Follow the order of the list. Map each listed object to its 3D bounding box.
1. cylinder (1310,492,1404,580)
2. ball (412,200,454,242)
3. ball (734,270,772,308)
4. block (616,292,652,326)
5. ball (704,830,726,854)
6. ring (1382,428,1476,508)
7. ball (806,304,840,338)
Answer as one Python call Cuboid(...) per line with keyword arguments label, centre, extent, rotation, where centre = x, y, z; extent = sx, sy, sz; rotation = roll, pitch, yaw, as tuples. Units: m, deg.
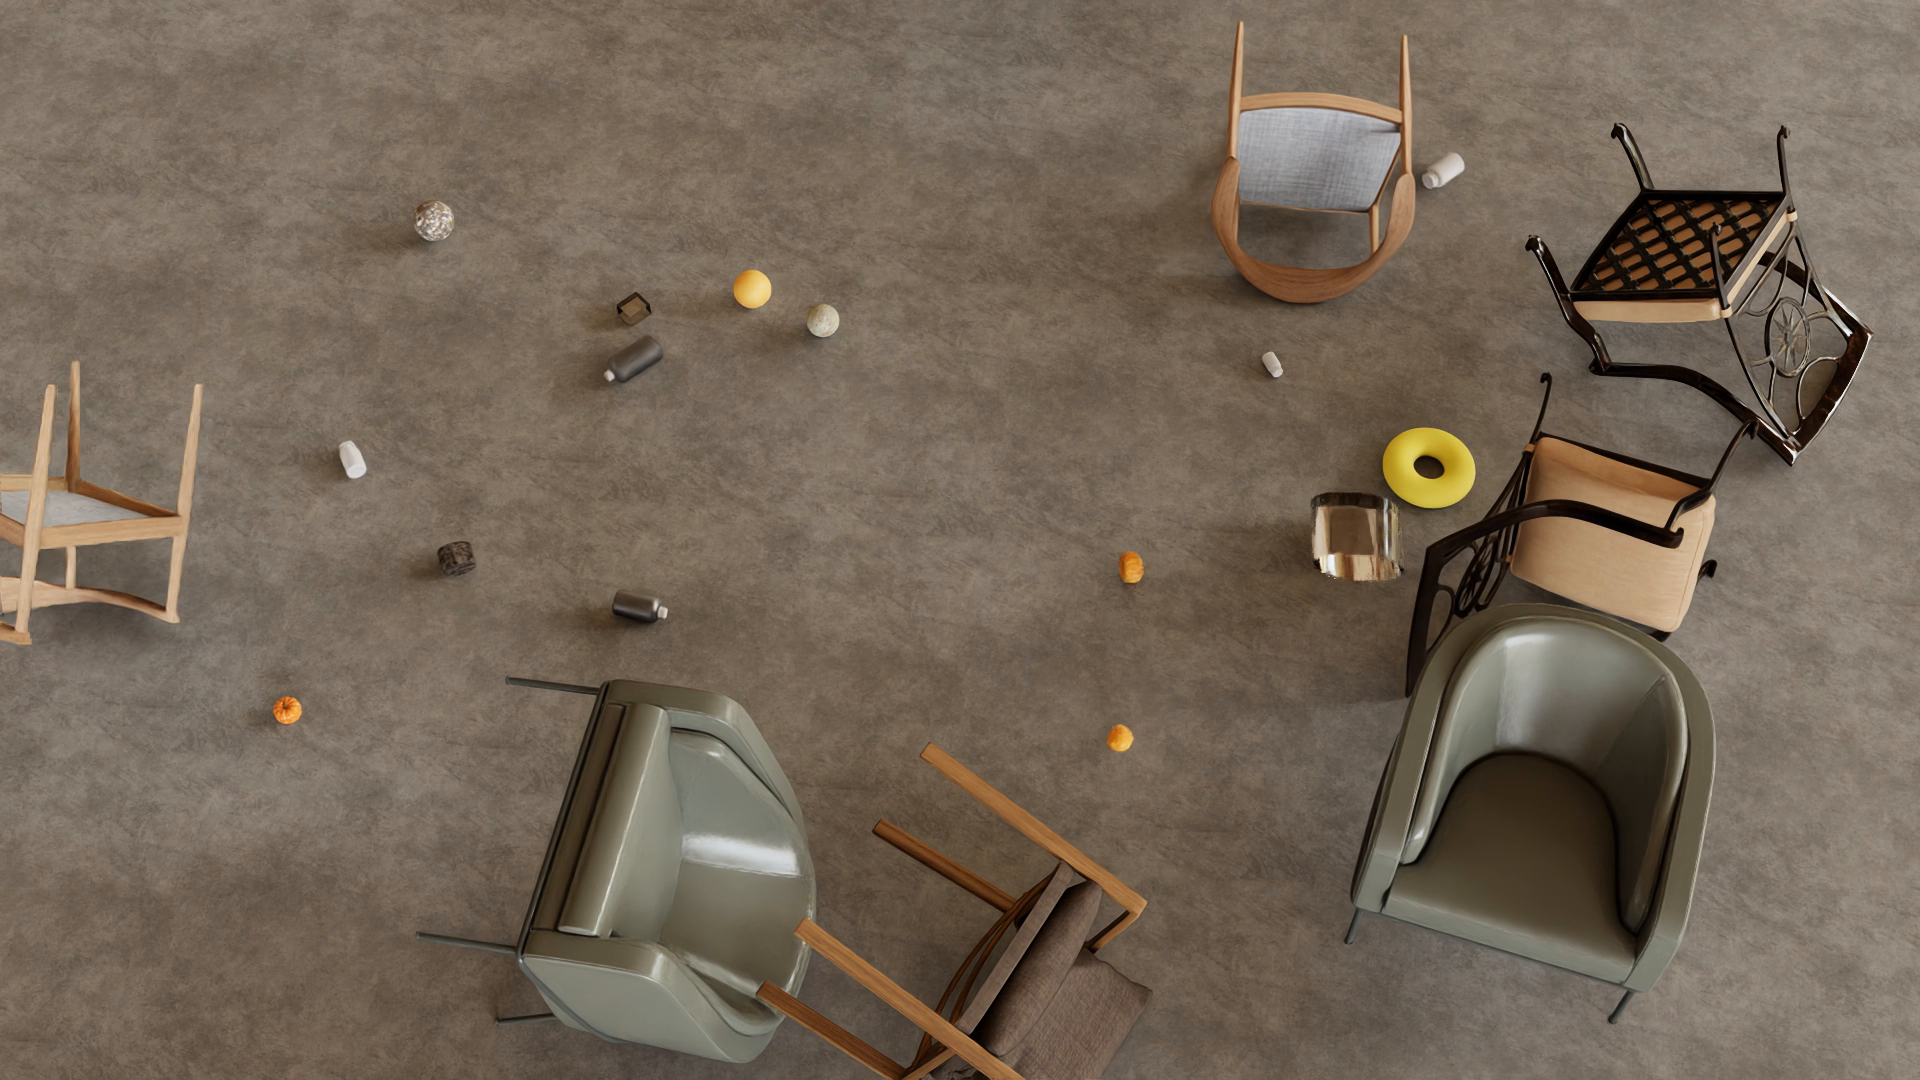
Cuboid(label="cylinder", centre=(1.173, -0.011, 6.496), extent=(0.272, 0.137, 0.217), rotation=(8, 56, -6))
Cuboid(label="ball", centre=(-1.722, -1.045, 7.194), extent=(0.134, 0.134, 0.134), rotation=(0, 56, 0))
Cuboid(label="ball", centre=(-0.665, -0.803, 7.039), extent=(0.122, 0.122, 0.122), rotation=(0, 56, 0))
Cuboid(label="block", centre=(-1.044, -0.738, 7.038), extent=(0.081, 0.052, 0.070), rotation=(-37, 64, -22))
Cuboid(label="ball", centre=(-0.667, 0.823, 5.982), extent=(0.065, 0.065, 0.065), rotation=(0, 56, 0))
Cuboid(label="ring", centre=(1.424, -0.220, 6.681), extent=(0.282, 0.068, 0.295), rotation=(10, 56, 6))
Cuboid(label="ball", centre=(-0.436, -0.697, 6.978), extent=(0.106, 0.106, 0.106), rotation=(0, 56, 0))
